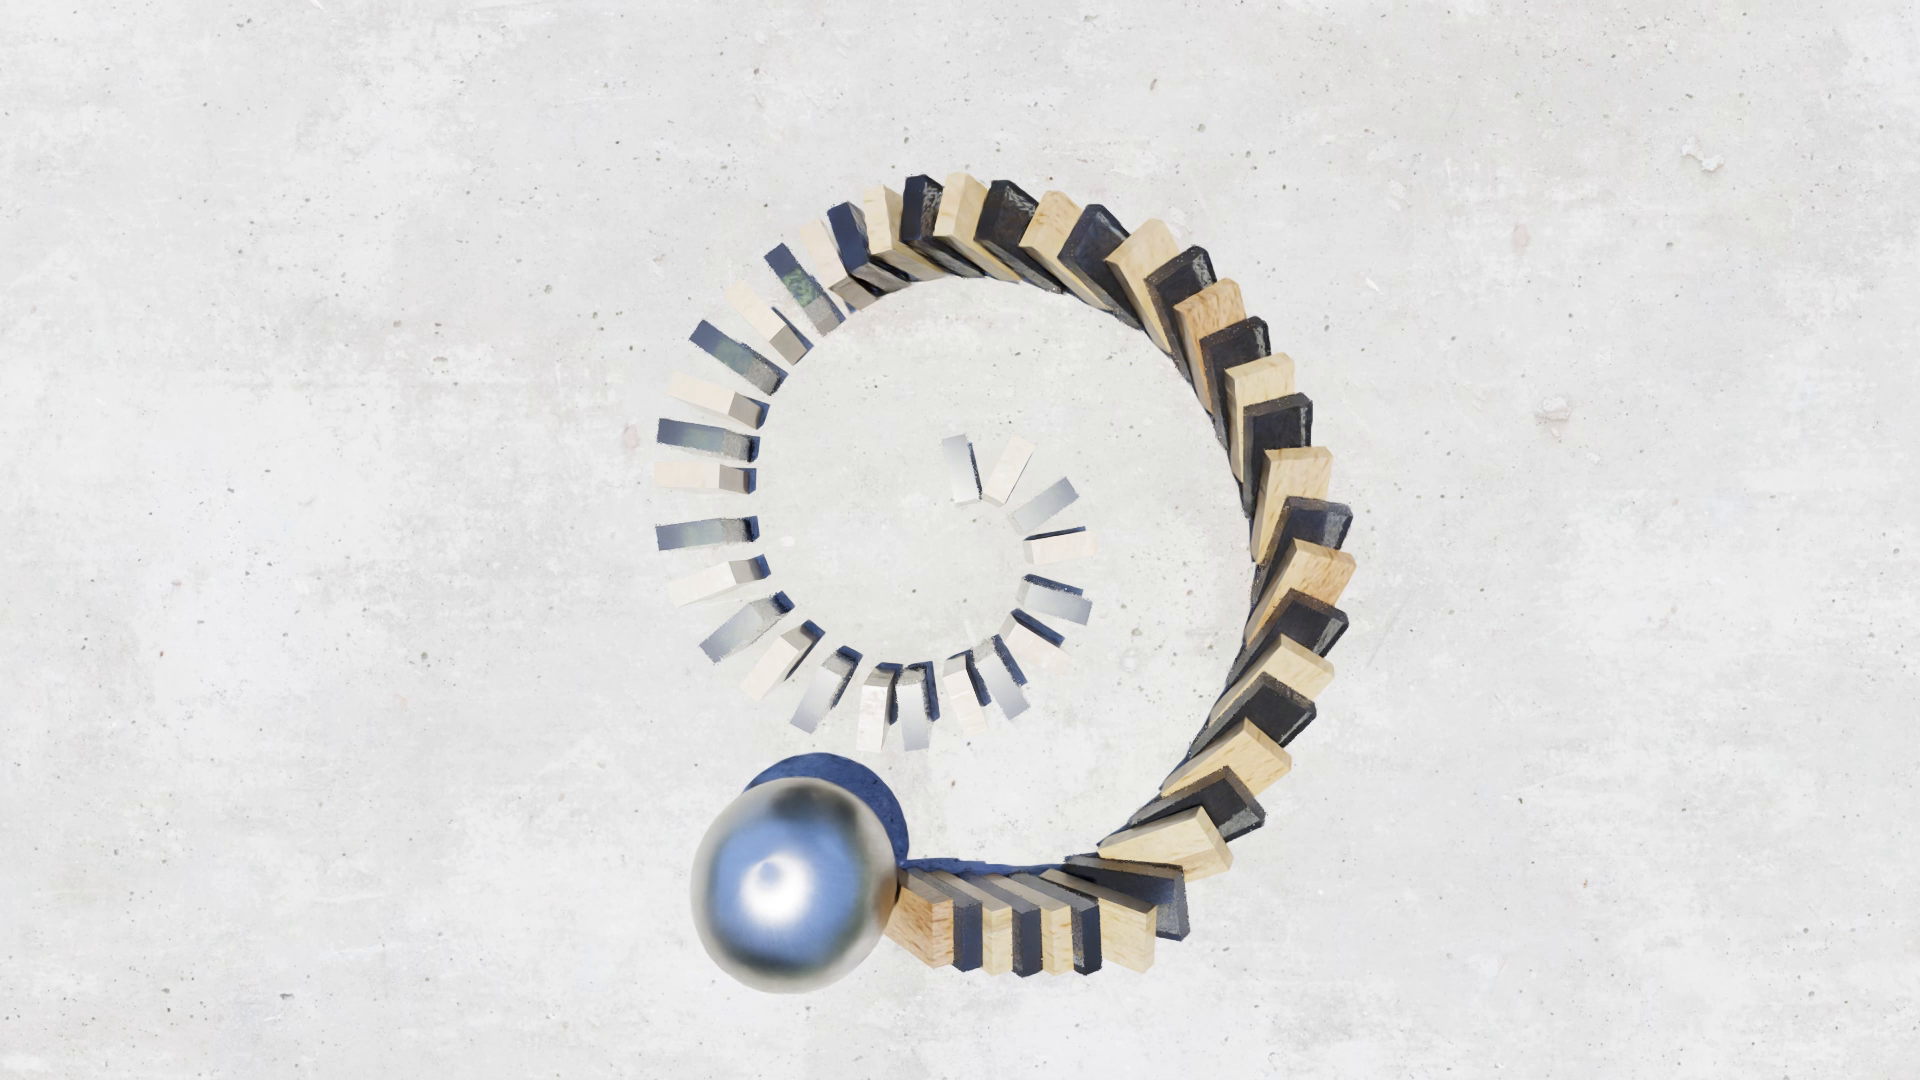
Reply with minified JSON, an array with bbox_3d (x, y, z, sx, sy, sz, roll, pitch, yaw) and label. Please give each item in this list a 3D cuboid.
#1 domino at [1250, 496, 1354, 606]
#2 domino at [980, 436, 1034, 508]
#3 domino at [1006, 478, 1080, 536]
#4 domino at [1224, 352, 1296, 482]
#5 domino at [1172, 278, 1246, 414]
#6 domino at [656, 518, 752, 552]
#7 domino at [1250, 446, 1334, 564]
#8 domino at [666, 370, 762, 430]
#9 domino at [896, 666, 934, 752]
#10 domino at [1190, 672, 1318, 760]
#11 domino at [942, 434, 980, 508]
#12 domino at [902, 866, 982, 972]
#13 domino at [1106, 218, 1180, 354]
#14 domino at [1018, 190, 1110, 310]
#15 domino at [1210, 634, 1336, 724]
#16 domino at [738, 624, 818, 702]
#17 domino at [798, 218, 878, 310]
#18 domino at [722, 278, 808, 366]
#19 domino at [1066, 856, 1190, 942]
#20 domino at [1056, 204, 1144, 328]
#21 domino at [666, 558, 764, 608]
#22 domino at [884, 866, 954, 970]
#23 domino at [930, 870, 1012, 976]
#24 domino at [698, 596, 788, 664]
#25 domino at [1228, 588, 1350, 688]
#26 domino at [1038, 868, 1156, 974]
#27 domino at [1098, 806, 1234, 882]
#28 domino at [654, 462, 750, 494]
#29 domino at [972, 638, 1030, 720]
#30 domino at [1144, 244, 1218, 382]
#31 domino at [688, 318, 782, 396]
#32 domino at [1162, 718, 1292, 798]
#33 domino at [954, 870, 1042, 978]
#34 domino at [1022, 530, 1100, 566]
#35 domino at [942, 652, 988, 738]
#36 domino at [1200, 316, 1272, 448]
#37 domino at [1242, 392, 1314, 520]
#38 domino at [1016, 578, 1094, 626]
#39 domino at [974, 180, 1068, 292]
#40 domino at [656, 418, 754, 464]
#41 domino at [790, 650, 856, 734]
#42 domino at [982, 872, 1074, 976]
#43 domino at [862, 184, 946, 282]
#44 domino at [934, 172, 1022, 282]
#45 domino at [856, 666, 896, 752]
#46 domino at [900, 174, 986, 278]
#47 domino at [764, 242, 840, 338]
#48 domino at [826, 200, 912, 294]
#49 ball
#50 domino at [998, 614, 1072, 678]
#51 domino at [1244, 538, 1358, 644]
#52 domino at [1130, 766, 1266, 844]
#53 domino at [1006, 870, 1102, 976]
[{"bbox_3d":[0.142,0.007,0.383,0.025,0.009,0.050,9,122,0],"label":"domino"},{"bbox_3d":[0.019,-0.027,0.375,0.010,0.050,0.025,28,90,0],"label":"domino"},{"bbox_3d":[0.033,-0.013,0.375,0.025,0.050,0.009,-35,90,0],"label":"domino"},{"bbox_3d":[0.125,-0.050,0.381,0.025,0.009,0.050,-18,126,-2],"label":"domino"},{"bbox_3d":[0.108,-0.080,0.381,0.025,0.009,0.050,-29,126,-1],"label":"domino"},{"bbox_3d":[-0.103,-0.002,0.375,0.025,0.050,0.009,-8,90,0],"label":"domino"},{"bbox_3d":[0.138,-0.014,0.382,0.025,0.009,0.050,-4,124,0],"label":"domino"},{"bbox_3d":[-0.099,-0.056,0.375,0.025,0.050,0.010,18,90,0],"label":"domino"},{"bbox_3d":[-0.018,0.068,0.375,0.010,0.050,0.025,-8,90,0],"label":"domino"},{"bbox_3d":[0.122,0.080,0.382,0.025,0.009,0.050,32,121,-1],"label":"domino"},{"bbox_3d":[0.000,-0.027,0.375,0.009,0.050,0.025,-13,90,0],"label":"domino"},{"bbox_3d":[-0.009,0.155,0.377,0.010,0.050,0.025,0,90,-34],"label":"domino"},{"bbox_3d":[0.083,-0.105,0.382,0.025,0.009,0.050,-43,126,0],"label":"domino"},{"bbox_3d":[0.049,-0.120,0.381,0.050,0.009,0.025,26,90,-38],"label":"domino"},{"bbox_3d":[0.130,0.065,0.383,0.025,0.010,0.050,31,121,0],"label":"domino"},{"bbox_3d":[-0.073,0.049,0.375,0.009,0.050,0.025,39,90,0],"label":"domino"},{"bbox_3d":[-0.049,-0.112,0.375,0.010,0.050,0.025,-27,90,9],"label":"domino"},{"bbox_3d":[-0.079,-0.088,0.375,0.025,0.050,0.009,45,90,0],"label":"domino"},{"bbox_3d":[0.069,0.148,0.381,0.050,0.010,0.025,-7,90,38],"label":"domino"},{"bbox_3d":[0.065,-0.113,0.381,0.050,0.010,0.025,30,89,-37],"label":"domino"},{"bbox_3d":[-0.099,0.017,0.375,0.025,0.050,0.009,-21,90,0],"label":"domino"},{"bbox_3d":[-0.021,0.153,0.377,0.010,0.050,0.025,0,90,-34],"label":"domino"},{"bbox_3d":[0.002,0.156,0.377,0.009,0.050,0.025,-1,90,-34],"label":"domino"},{"bbox_3d":[-0.087,0.036,0.375,0.025,0.050,0.010,-40,90,0],"label":"domino"},{"bbox_3d":[0.136,0.046,0.383,0.025,0.009,0.050,25,121,0],"label":"domino"},{"bbox_3d":[0.056,0.157,0.380,0.050,0.010,0.025,6,98,37],"label":"domino"},{"bbox_3d":[0.085,0.131,0.382,0.050,0.009,0.025,-33,90,34],"label":"domino"},{"bbox_3d":[-0.104,-0.025,0.375,0.025,0.050,0.010,2,90,0],"label":"domino"},{"bbox_3d":[0.016,0.056,0.375,0.009,0.050,0.025,-31,90,0],"label":"domino"},{"bbox_3d":[0.097,-0.093,0.381,0.025,0.010,0.050,-34,126,0],"label":"domino"},{"bbox_3d":[-0.091,-0.074,0.375,0.025,0.050,0.010,34,90,0],"label":"domino"},{"bbox_3d":[0.111,0.099,0.383,0.025,0.009,0.050,40,121,0],"label":"domino"},{"bbox_3d":[0.014,0.157,0.377,0.009,0.050,0.025,-1,90,-34],"label":"domino"},{"bbox_3d":[0.040,0.003,0.375,0.025,0.050,0.009,-10,90,0],"label":"domino"},{"bbox_3d":[0.002,0.063,0.375,0.010,0.050,0.025,-21,90,0],"label":"domino"},{"bbox_3d":[0.117,-0.065,0.382,0.025,0.009,0.050,-23,126,0],"label":"domino"},{"bbox_3d":[0.132,-0.034,0.381,0.025,0.010,0.050,-14,125,-2],"label":"domino"},{"bbox_3d":[0.038,0.025,0.375,0.025,0.050,0.009,16,90,0],"label":"domino"},{"bbox_3d":[0.029,-0.125,0.379,0.050,0.009,0.025,18,90,-45],"label":"domino"},{"bbox_3d":[-0.103,-0.040,0.375,0.025,0.050,0.009,9,90,0],"label":"domino"},{"bbox_3d":[-0.055,0.061,0.375,0.010,0.050,0.025,28,90,0],"label":"domino"},{"bbox_3d":[0.026,0.157,0.377,0.009,0.050,0.025,-3,89,-34],"label":"domino"},{"bbox_3d":[-0.022,-0.124,0.375,0.010,0.050,0.025,-8,90,24],"label":"domino"},{"bbox_3d":[0.010,-0.128,0.377,0.009,0.050,0.025,13,90,36],"label":"domino"},{"bbox_3d":[-0.034,0.068,0.375,0.009,0.050,0.025,6,90,0],"label":"domino"},{"bbox_3d":[-0.005,-0.128,0.376,0.009,0.050,0.025,5,90,32],"label":"domino"},{"bbox_3d":[-0.064,-0.101,0.375,0.009,0.050,0.025,-38,90,0],"label":"domino"},{"bbox_3d":[-0.036,-0.119,0.375,0.009,0.050,0.025,-20,90,17],"label":"domino"},{"bbox_3d":[-0.065,0.134,0.360,0.080,0.080,0.080,0,90,0],"label":"ball"},{"bbox_3d":[0.030,0.042,0.375,0.025,0.050,0.009,32,90,0],"label":"domino"},{"bbox_3d":[0.141,0.025,0.382,0.025,0.010,0.050,15,122,-2],"label":"domino"},{"bbox_3d":[0.099,0.117,0.383,0.050,0.009,0.025,-39,90,30],"label":"domino"},{"bbox_3d":[0.037,0.156,0.377,0.009,0.050,0.025,-3,90,-34],"label":"domino"}]
